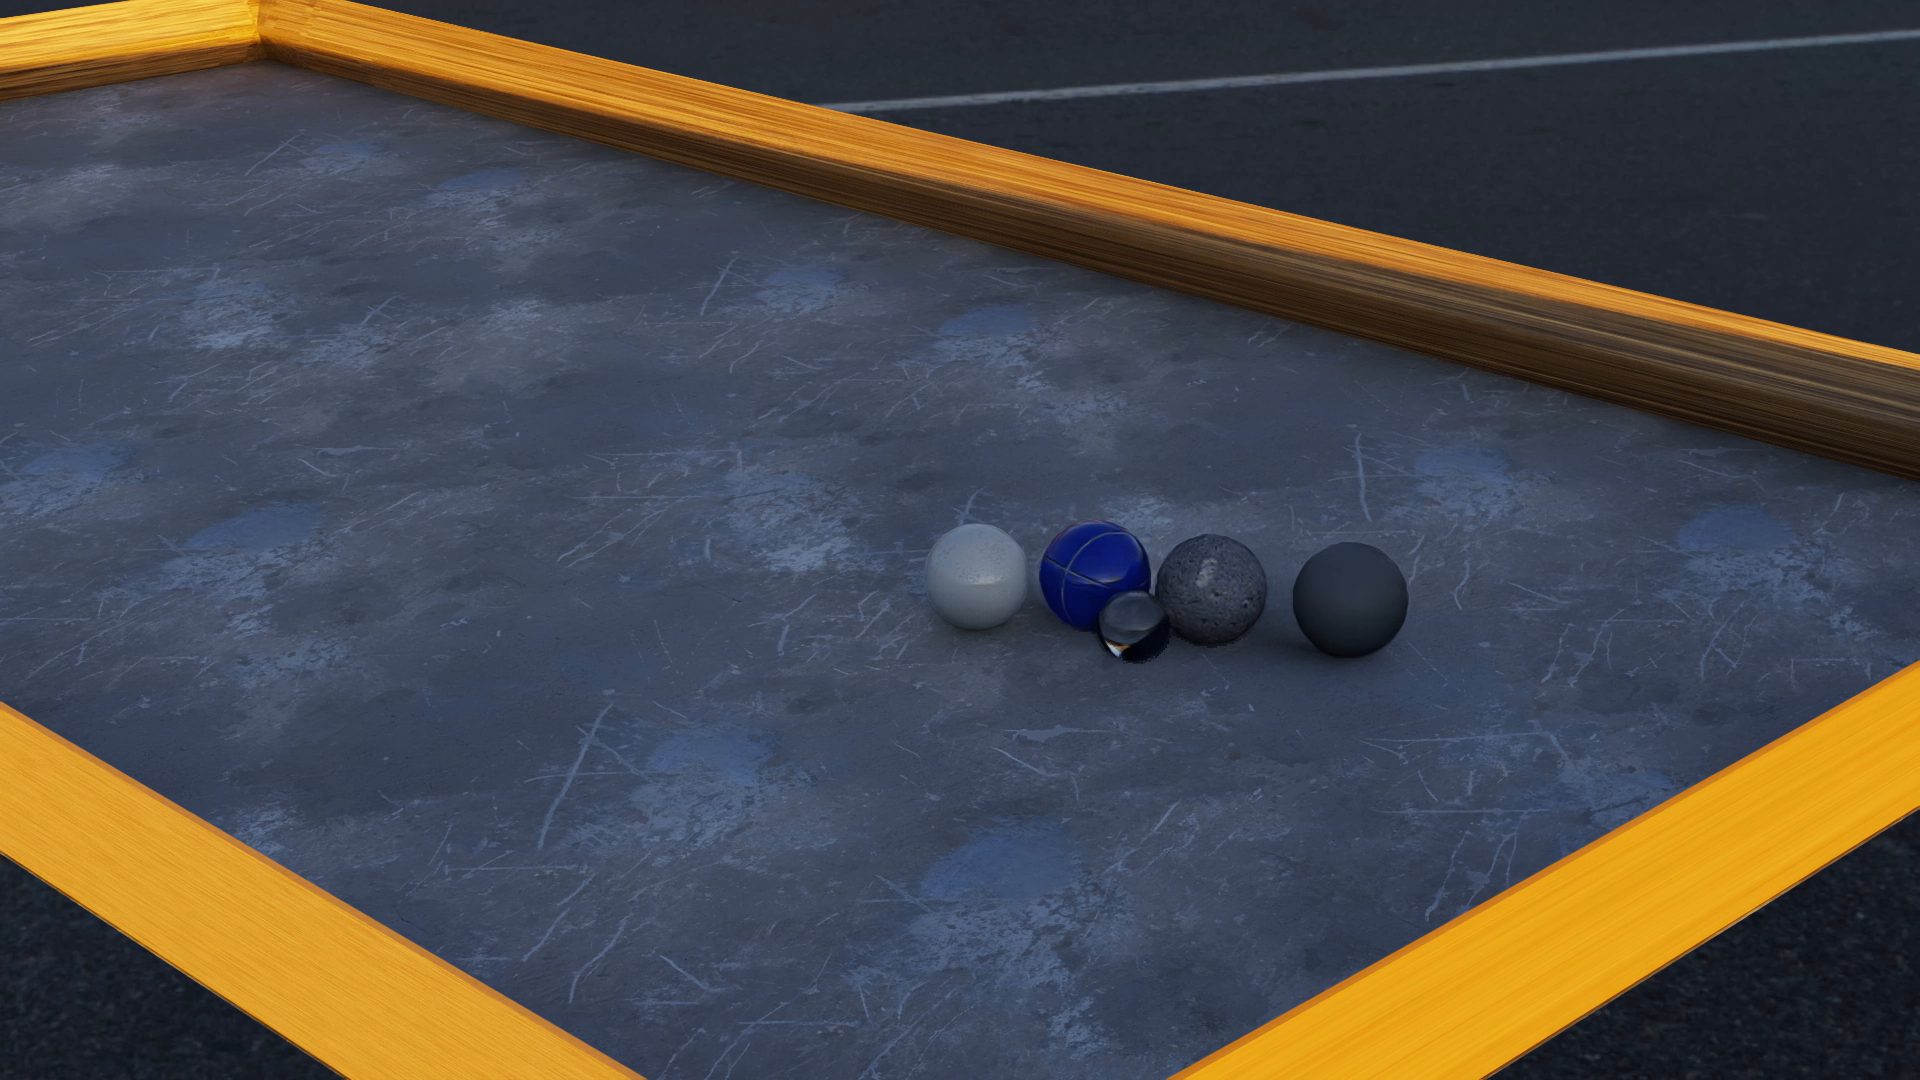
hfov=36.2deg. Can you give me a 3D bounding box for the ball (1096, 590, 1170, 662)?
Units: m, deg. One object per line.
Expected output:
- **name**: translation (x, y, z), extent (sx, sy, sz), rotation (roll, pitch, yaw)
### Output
- **ball**: translation (0.148, 0.073, 2.511), extent (0.062, 0.062, 0.062), rotation (0, 21, 0)

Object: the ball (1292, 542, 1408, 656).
- **ball**: translation (0.334, 0.051, 2.519), extent (0.099, 0.099, 0.099), rotation (0, 21, 0)

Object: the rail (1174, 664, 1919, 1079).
- **rail**: translation (0.581, 0.186, 2.114), extent (1.770, 0.128, 0.045), rotation (-19, 28, -41)

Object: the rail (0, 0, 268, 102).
- **rail**: translation (-1.775, -0.646, 4.331), extent (1.770, 0.128, 0.045), rotation (-19, 28, -41)

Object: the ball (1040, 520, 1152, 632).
- **ball**: translation (0.119, 0.031, 2.573), extent (0.098, 0.098, 0.098), rotation (0, 21, 0)

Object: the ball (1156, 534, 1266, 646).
- **ball**: translation (0.217, 0.043, 2.544), extent (0.096, 0.096, 0.096), rotation (0, 21, 0)

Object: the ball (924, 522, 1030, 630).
- **ball**: translation (0.015, 0.032, 2.576), extent (0.094, 0.094, 0.094), rotation (0, 21, 0)

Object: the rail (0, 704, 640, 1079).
- **rail**: translation (-1.208, -0.017, 2.654), extent (0.045, 0.128, 3.388), rotation (-19, 28, -41)

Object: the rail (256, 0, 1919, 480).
- **rail**: translation (0.013, -0.443, 3.791), extent (0.045, 0.128, 3.388), rotation (-19, 28, -41)
